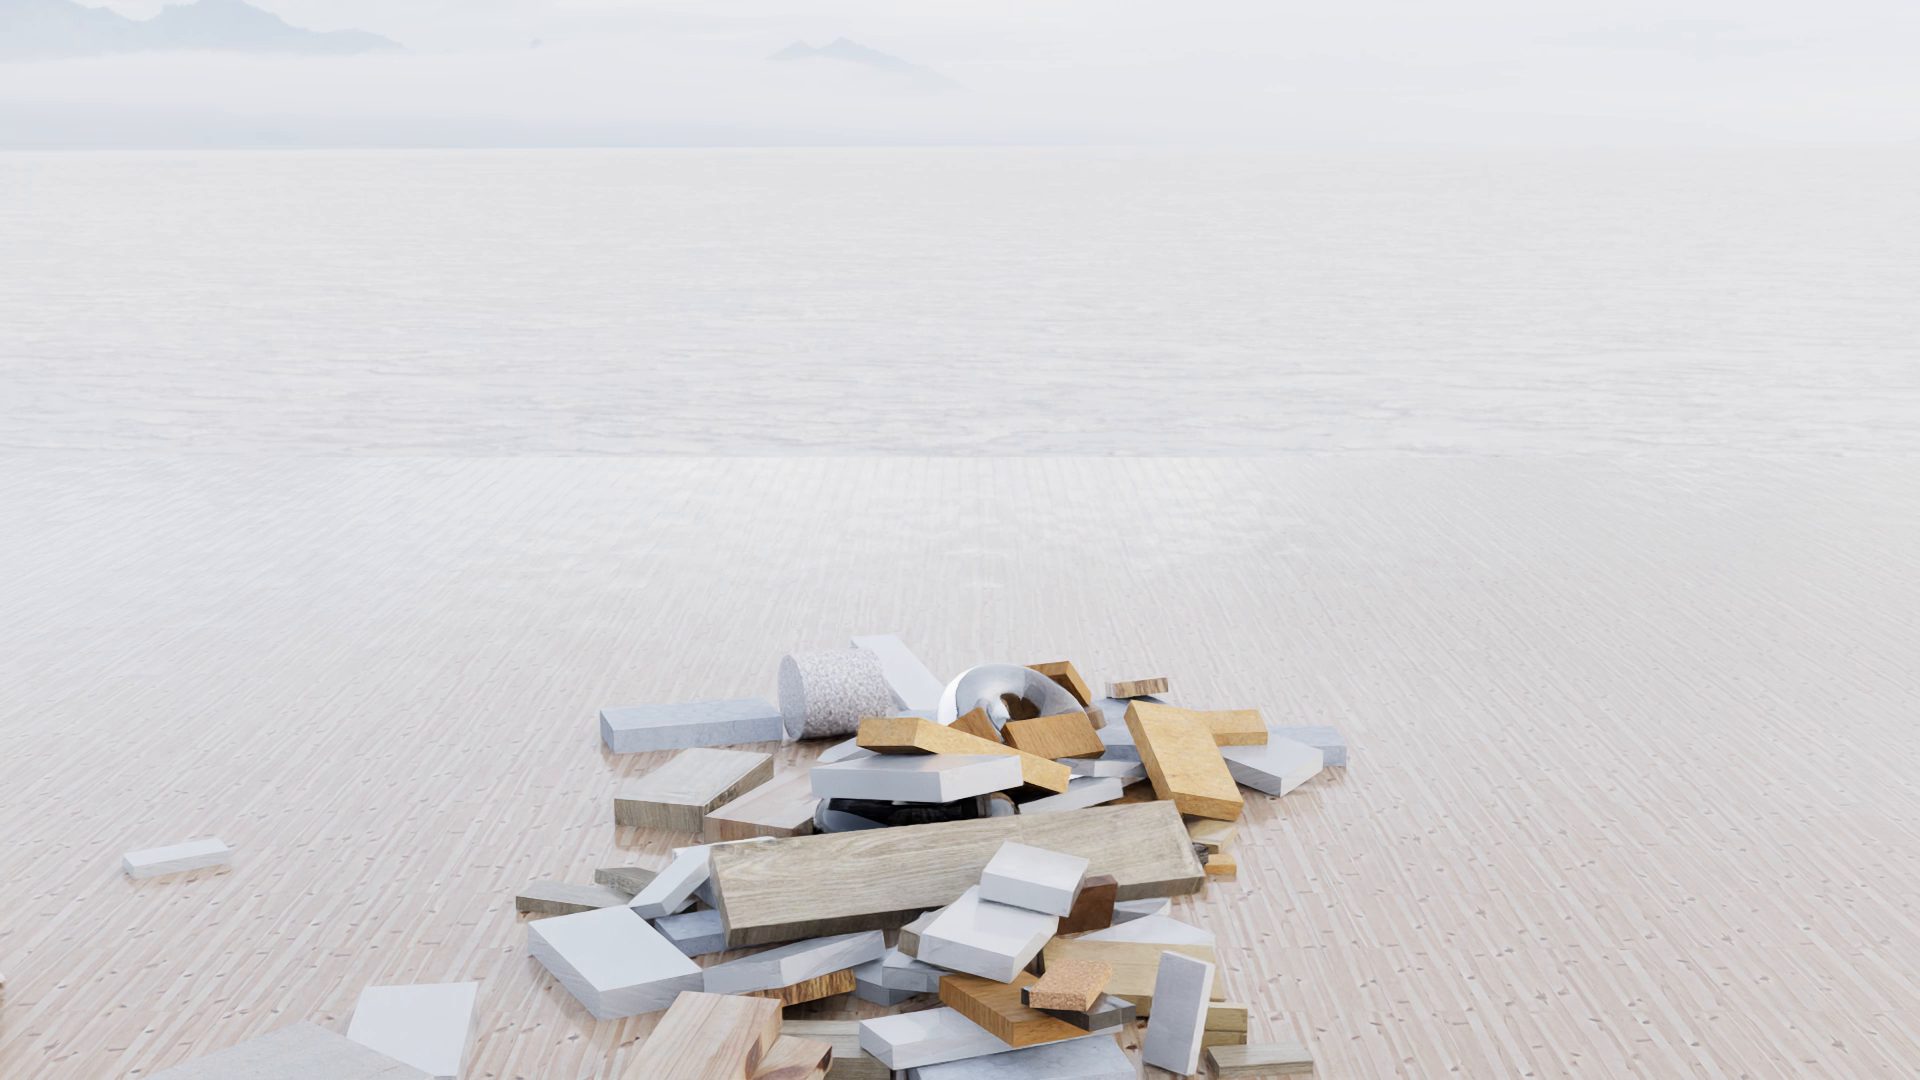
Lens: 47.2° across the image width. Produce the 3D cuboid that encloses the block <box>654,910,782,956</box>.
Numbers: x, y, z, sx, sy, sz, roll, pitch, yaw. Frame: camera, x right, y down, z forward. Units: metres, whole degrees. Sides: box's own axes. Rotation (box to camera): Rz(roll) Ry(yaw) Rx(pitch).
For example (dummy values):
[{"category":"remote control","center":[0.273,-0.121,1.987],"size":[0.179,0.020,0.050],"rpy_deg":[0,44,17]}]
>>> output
[{"category":"block","center":[-0.297,0.606,3.500],"size":[0.360,0.030,0.105],"rpy_deg":[-5,12,-25]}]

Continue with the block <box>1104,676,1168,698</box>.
[{"category":"block","center":[0.387,0.323,4.843],"size":[0.113,0.032,0.226],"rpy_deg":[-7,-3,-2]}]

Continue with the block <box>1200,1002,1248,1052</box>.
[{"category":"block","center":[0.331,0.673,3.042],"size":[0.131,0.065,0.018],"rpy_deg":[1,11,6]}]

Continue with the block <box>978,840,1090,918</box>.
[{"category":"block","center":[0.115,0.512,3.339],"size":[0.136,0.039,0.272],"rpy_deg":[12,3,8]}]

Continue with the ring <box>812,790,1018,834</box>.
[{"category":"ring","center":[-0.074,0.496,3.845],"size":[0.369,0.123,0.369],"rpy_deg":[0,9,0]}]

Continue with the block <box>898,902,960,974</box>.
[{"category":"block","center":[0.031,0.581,3.273],"size":[0.127,0.036,0.255],"rpy_deg":[16,14,29]}]

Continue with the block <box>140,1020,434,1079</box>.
[{"category":"block","center":[-0.741,0.704,2.403],"size":[0.239,0.239,0.239],"rpy_deg":[9,14,39]}]

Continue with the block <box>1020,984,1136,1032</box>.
[{"category":"block","center":[0.154,0.607,2.879],"size":[0.075,0.021,0.150],"rpy_deg":[-5,7,-33]}]

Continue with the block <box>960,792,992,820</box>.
[{"category":"block","center":[0.033,0.501,3.639],"size":[0.024,0.172,0.086],"rpy_deg":[-7,1,-19]}]

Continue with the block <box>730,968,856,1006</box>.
[{"category":"block","center":[-0.265,0.650,3.148],"size":[0.210,0.030,0.105],"rpy_deg":[-5,-8,-38]}]

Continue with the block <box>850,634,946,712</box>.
[{"category":"block","center":[-0.113,0.329,4.988],"size":[0.113,0.032,0.881],"rpy_deg":[-2,11,-13]}]

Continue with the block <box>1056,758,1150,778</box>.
[{"category":"block","center":[0.289,0.431,4.154],"size":[0.201,0.028,0.100],"rpy_deg":[6,-5,-41]}]

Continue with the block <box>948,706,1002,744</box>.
[{"category":"block","center":[-0.020,0.402,4.128],"size":[0.189,0.095,0.027],"rpy_deg":[-31,-19,7]}]

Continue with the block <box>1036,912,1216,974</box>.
[{"category":"block","center":[0.254,0.631,3.351],"size":[0.255,0.036,0.127],"rpy_deg":[-9,14,-39]}]

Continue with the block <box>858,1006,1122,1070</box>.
[{"category":"block","center":[0.043,0.660,2.986],"size":[0.341,0.033,0.117],"rpy_deg":[-4,6,-24]}]

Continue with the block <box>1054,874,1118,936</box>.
[{"category":"block","center":[0.161,0.581,3.472],"size":[0.172,0.086,0.024],"rpy_deg":[-4,28,-23]}]

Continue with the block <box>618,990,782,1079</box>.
[{"category":"block","center":[-0.382,0.726,2.640],"size":[0.140,0.040,0.686],"rpy_deg":[2,17,12]}]

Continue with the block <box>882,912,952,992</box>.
[{"category":"block","center":[-0.028,0.615,3.284],"size":[0.117,0.033,0.234],"rpy_deg":[3,11,14]}]

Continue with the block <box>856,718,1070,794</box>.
[{"category":"block","center":[0.008,0.389,3.946],"size":[0.352,0.050,0.176],"rpy_deg":[21,-17,-34]}]

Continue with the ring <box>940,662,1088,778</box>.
[{"category":"ring","center":[0.110,0.370,4.250],"size":[0.322,0.107,0.322],"rpy_deg":[16,39,-13]}]

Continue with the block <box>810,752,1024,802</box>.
[{"category":"block","center":[-0.078,0.400,3.722],"size":[0.176,0.050,0.352],"rpy_deg":[-7,1,-40]}]

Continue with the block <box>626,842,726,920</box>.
[{"category":"block","center":[-0.453,0.548,3.532],"size":[0.088,0.025,0.176],"rpy_deg":[-16,17,38]}]

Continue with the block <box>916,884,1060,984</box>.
[{"category":"block","center":[0.045,0.562,3.153],"size":[0.136,0.039,0.272],"rpy_deg":[12,9,15]}]

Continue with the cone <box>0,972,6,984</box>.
[{"category":"cone","center":[-1.466,0.619,3.165],"size":[0.283,0.283,0.283],"rpy_deg":[3,-16,16]}]

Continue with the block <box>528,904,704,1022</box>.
[{"category":"block","center":[-0.522,0.633,3.312],"size":[0.161,0.046,0.322],"rpy_deg":[-6,12,-29]}]

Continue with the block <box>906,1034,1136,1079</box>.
[{"category":"block","center":[0.079,0.708,2.924],"size":[0.280,0.040,0.140],"rpy_deg":[-2,11,-12]}]

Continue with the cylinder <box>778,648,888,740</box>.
[{"category":"cylinder","center":[-0.269,0.323,4.618],"size":[0.179,0.179,0.179],"rpy_deg":[-4,11,-23]}]

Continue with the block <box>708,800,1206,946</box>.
[{"category":"block","center":[0.001,0.526,3.504],"size":[0.786,0.046,0.161],"rpy_deg":[-3,44,-19]}]

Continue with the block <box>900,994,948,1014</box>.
[{"category":"block","center":[0.025,0.672,3.148],"size":[0.103,0.029,0.206],"rpy_deg":[10,15,44]}]

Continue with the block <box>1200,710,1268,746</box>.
[{"category":"block","center":[0.499,0.373,4.347],"size":[0.201,0.028,0.100],"rpy_deg":[-2,22,-4]}]

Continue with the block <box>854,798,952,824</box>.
[{"category":"block","center":[-0.102,0.475,4.044],"size":[0.175,0.088,0.025],"rpy_deg":[-3,39,-17]}]

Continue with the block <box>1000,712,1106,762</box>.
[{"category":"block","center":[0.177,0.381,4.173],"size":[0.189,0.027,0.095],"rpy_deg":[-5,51,-35]}]

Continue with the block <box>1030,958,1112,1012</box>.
[{"category":"block","center":[0.147,0.585,2.895],"size":[0.075,0.021,0.150],"rpy_deg":[0,6,16]}]
